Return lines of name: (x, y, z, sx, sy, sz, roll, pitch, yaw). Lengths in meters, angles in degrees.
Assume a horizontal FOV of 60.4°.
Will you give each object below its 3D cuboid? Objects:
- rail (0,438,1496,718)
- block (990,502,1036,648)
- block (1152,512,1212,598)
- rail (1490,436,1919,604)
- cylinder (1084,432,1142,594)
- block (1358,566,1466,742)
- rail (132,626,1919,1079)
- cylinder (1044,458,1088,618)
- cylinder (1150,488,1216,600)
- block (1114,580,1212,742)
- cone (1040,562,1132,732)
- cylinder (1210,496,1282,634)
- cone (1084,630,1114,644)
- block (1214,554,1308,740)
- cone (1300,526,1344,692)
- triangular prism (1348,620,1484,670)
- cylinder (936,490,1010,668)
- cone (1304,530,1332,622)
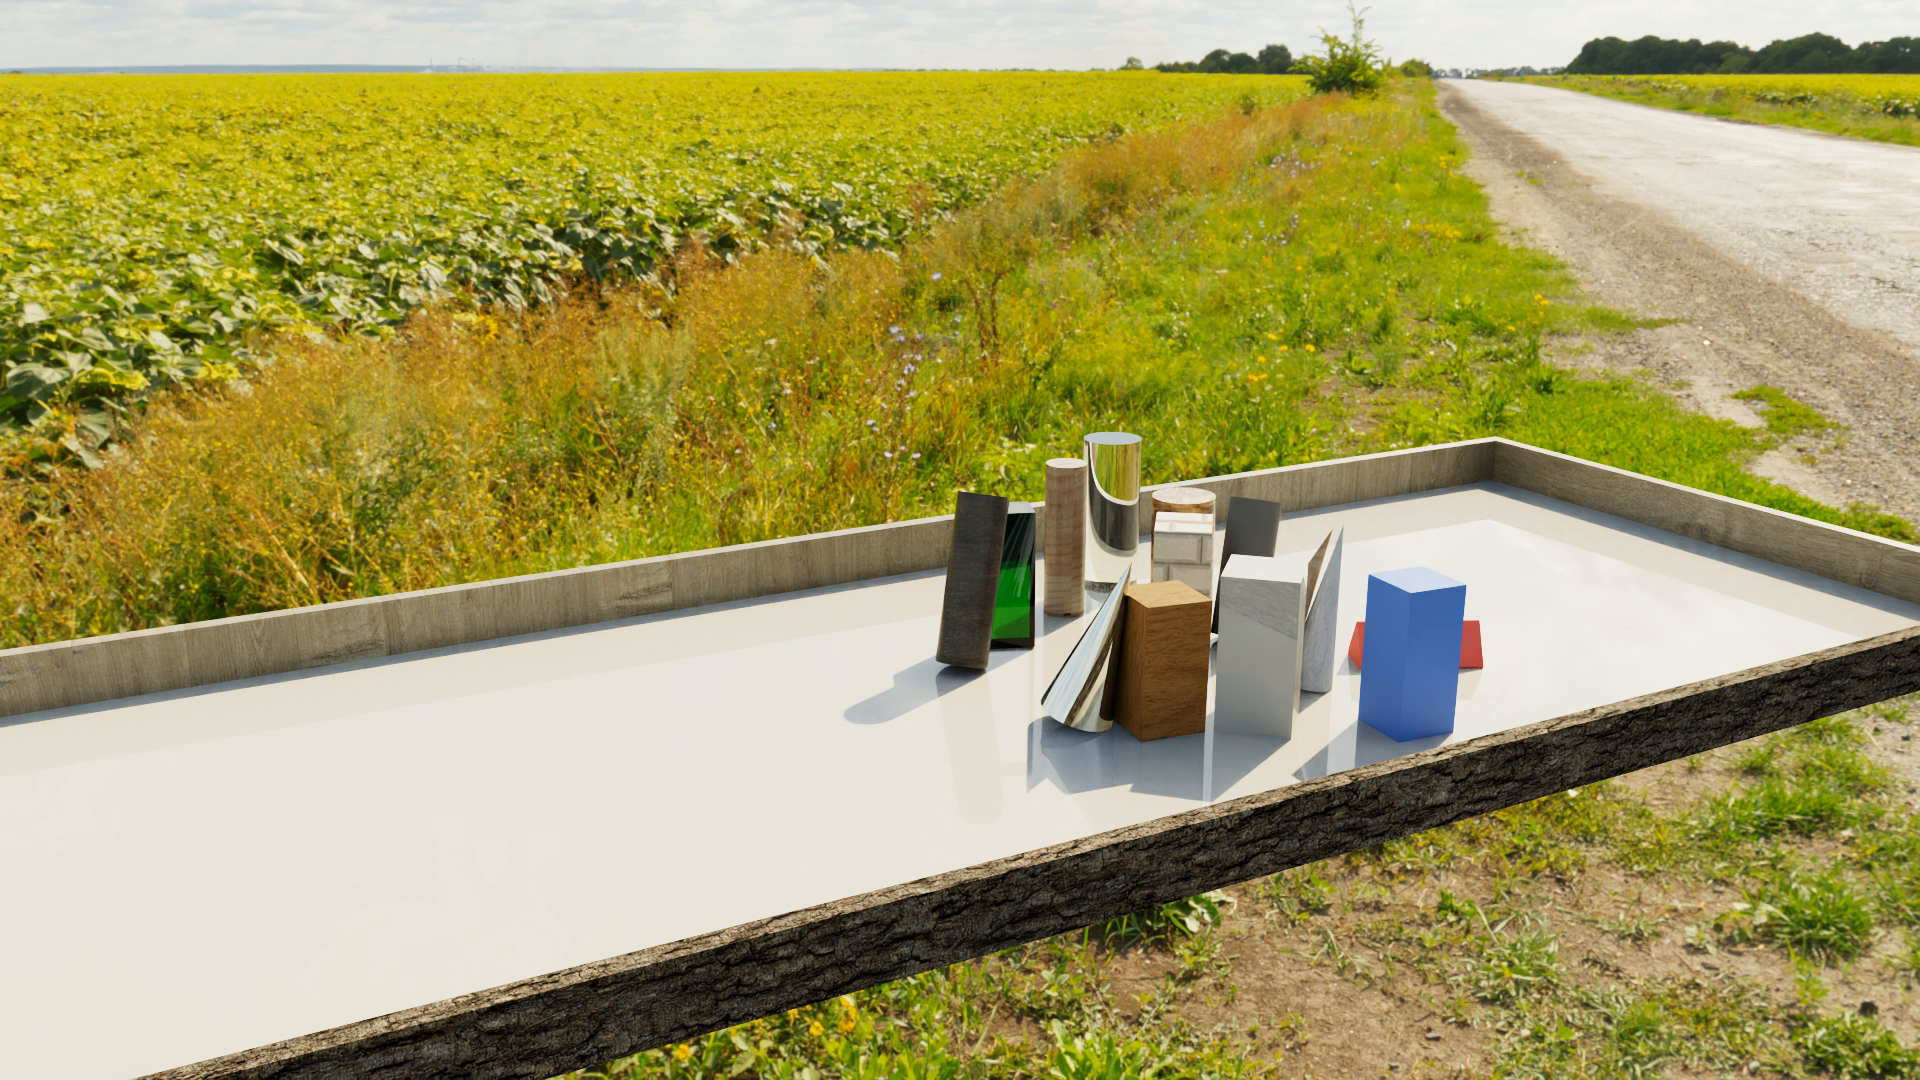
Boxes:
rail: (-3.305, 0.497, 3.399, 12.000, 0.150, 0.050, -9, 18, -27)
block: (0.125, 0.092, 4.382, 0.131, 0.366, 0.131, -2, 14, -7)
block: (0.593, 0.105, 4.406, 0.149, 0.323, 0.149, 3, 21, 9)
rail: (2.466, -0.048, 5.253, 0.050, 0.150, 2.100, -9, 18, -27)
cylinder: (0.442, -0.081, 4.839, 0.168, 0.446, 0.168, 0, 16, 0)
block: (1.045, 0.263, 3.821, 0.155, 0.361, 0.155, -7, 18, -22)
rail: (-2.336, 1.006, 1.665, 12.000, 0.150, 0.050, -9, 18, -27)
cylinder: (0.294, -0.005, 4.609, 0.116, 0.431, 0.116, 0, 16, 0)
cylinder: (0.619, 0.043, 4.592, 0.175, 0.346, 0.175, -1, 17, 0)
block: (0.465, 0.278, 3.835, 0.165, 0.322, 0.165, -5, 17, -20)
cone: (0.333, 0.225, 3.814, 0.179, 0.402, 0.179, 16, 21, -6)
cylinder: (0.764, 0.075, 4.404, 0.137, 0.368, 0.137, 8, 1, 0)
cone: (0.469, 0.256, 4.366, 0.320, 0.136, 0.136, -5, 12, 28)
block: (0.702, 0.246, 3.846, 0.178, 0.378, 0.178, 5, 17, 16)
cone: (0.899, 0.158, 4.054, 0.121, 0.418, 0.121, 8, 16, -2)
triangular prism: (1.182, 0.259, 4.270, 0.317, 0.108, 0.125, -1, 17, -2)
cylinder: (0.032, 0.100, 4.206, 0.134, 0.436, 0.134, 7, 2, 0)
cone: (0.831, 0.155, 4.073, 0.136, 0.410, 0.136, 26, 2, -1)
